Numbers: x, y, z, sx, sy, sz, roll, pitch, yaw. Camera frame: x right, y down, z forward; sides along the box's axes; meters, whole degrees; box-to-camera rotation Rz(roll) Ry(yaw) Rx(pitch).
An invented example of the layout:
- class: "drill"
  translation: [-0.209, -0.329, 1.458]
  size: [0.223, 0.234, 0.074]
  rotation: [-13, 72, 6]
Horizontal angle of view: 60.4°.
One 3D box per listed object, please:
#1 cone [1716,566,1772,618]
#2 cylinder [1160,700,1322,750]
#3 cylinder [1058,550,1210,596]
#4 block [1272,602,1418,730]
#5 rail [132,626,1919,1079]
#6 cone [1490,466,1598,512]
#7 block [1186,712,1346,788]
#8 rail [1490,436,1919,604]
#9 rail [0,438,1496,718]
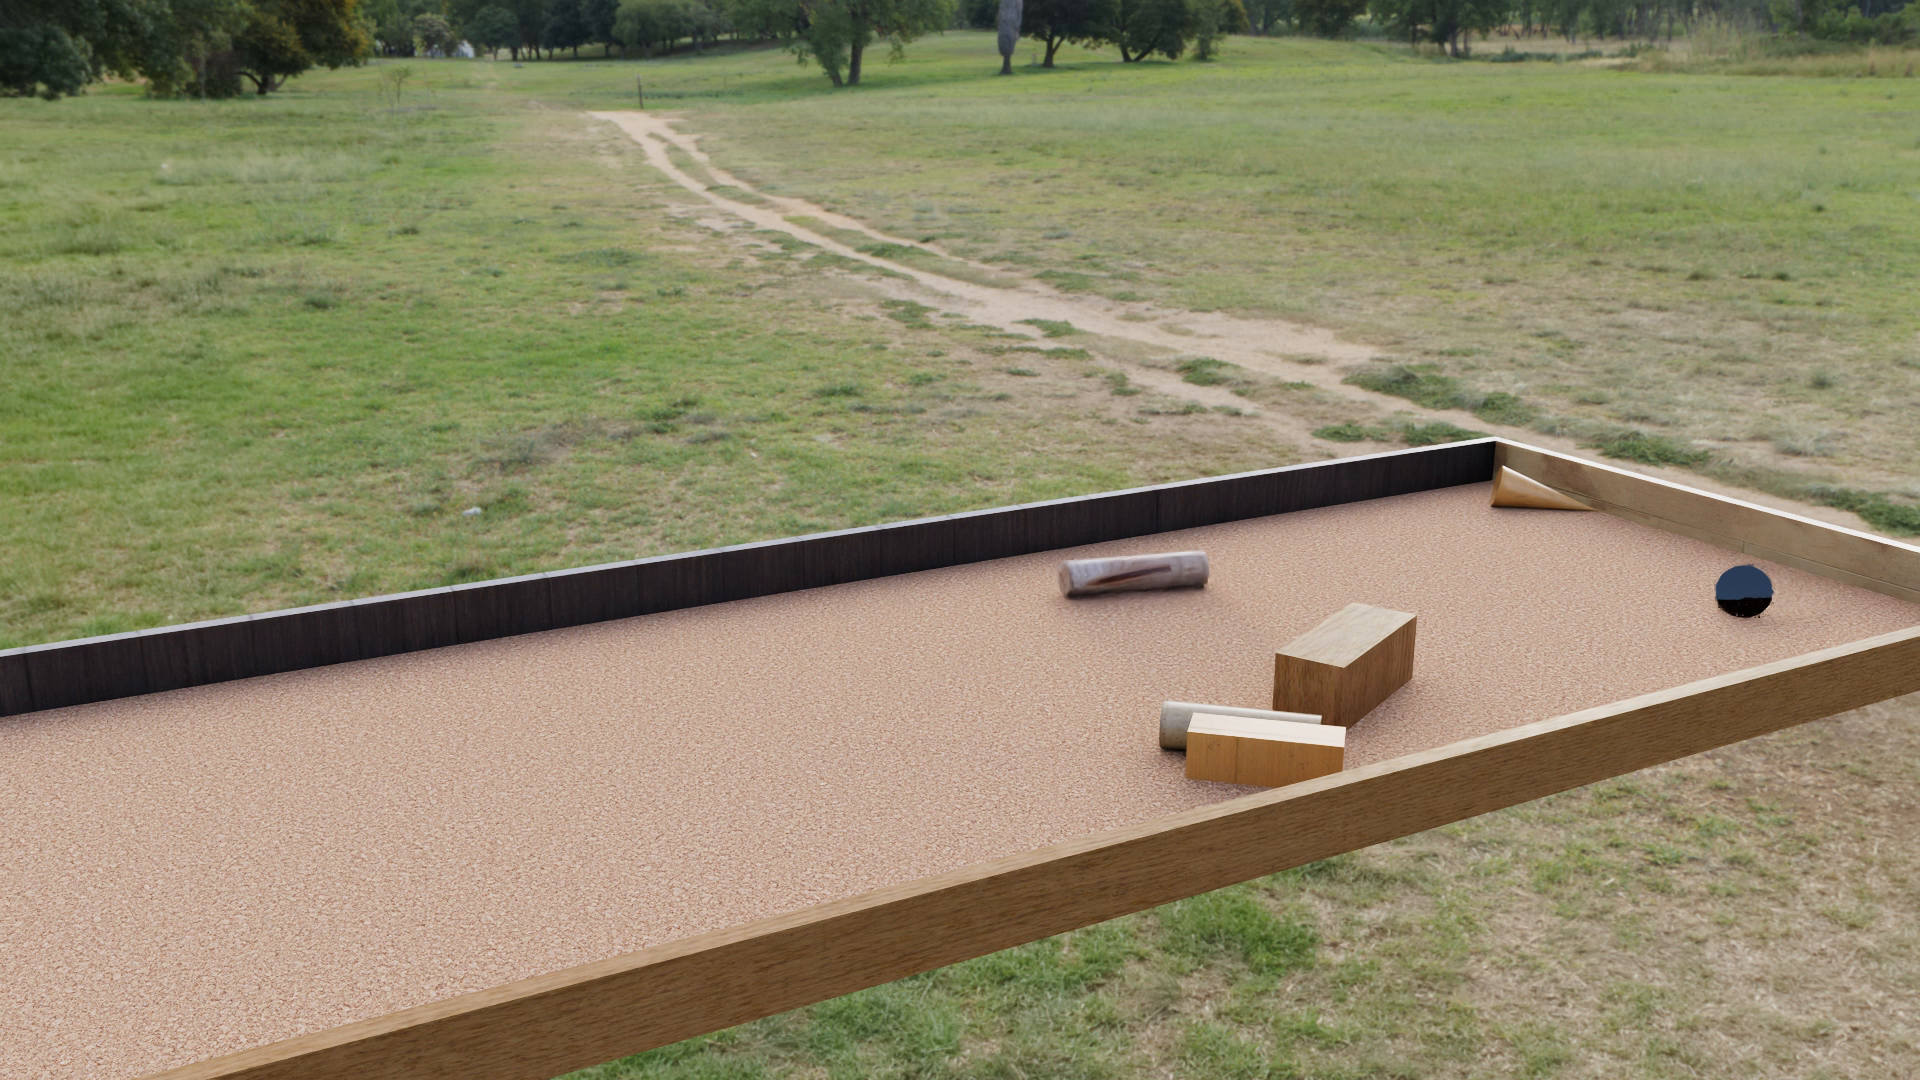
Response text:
- class: "cone"
  translation: [2.229, 0.136, 4.764]
  size: [0.148, 0.148, 0.318]
  rotation: [4, 4, 13]
- class: "cylinder"
  translation: [0.629, 0.430, 3.702]
  size: [0.350, 0.108, 0.108]
  rotation: [4, 17, 14]
- class: "cylinder"
  translation: [0.510, 0.098, 4.840]
  size: [0.434, 0.102, 0.102]
  rotation: [-4, 17, -15]
- class: "block"
  translation: [0.940, 0.307, 4.011]
  size: [0.170, 0.170, 0.457]
  rotation: [11, 20, 34]
- class: "rail"
  translation: [-2.336, 1.006, 1.665]
  size: [12.000, 0.150, 0.050]
  rotation: [-9, 18, -27]
- class: "cone"
  translation: [2.038, -0.144, 5.719]
  size: [0.354, 0.146, 0.146]
  rotation: [15, 19, 10]
- class: "block"
  translation: [0.664, 0.463, 3.584]
  size: [0.330, 0.110, 0.110]
  rotation: [4, 17, 14]
- class: "rail"
  translation: [2.466, -0.048, 5.253]
  size: [0.050, 0.150, 2.100]
  rotation: [-9, 18, -27]
- class: "rail"
  translation: [-3.305, 0.497, 3.399]
  size: [12.000, 0.150, 0.050]
  rotation: [-9, 18, -27]
